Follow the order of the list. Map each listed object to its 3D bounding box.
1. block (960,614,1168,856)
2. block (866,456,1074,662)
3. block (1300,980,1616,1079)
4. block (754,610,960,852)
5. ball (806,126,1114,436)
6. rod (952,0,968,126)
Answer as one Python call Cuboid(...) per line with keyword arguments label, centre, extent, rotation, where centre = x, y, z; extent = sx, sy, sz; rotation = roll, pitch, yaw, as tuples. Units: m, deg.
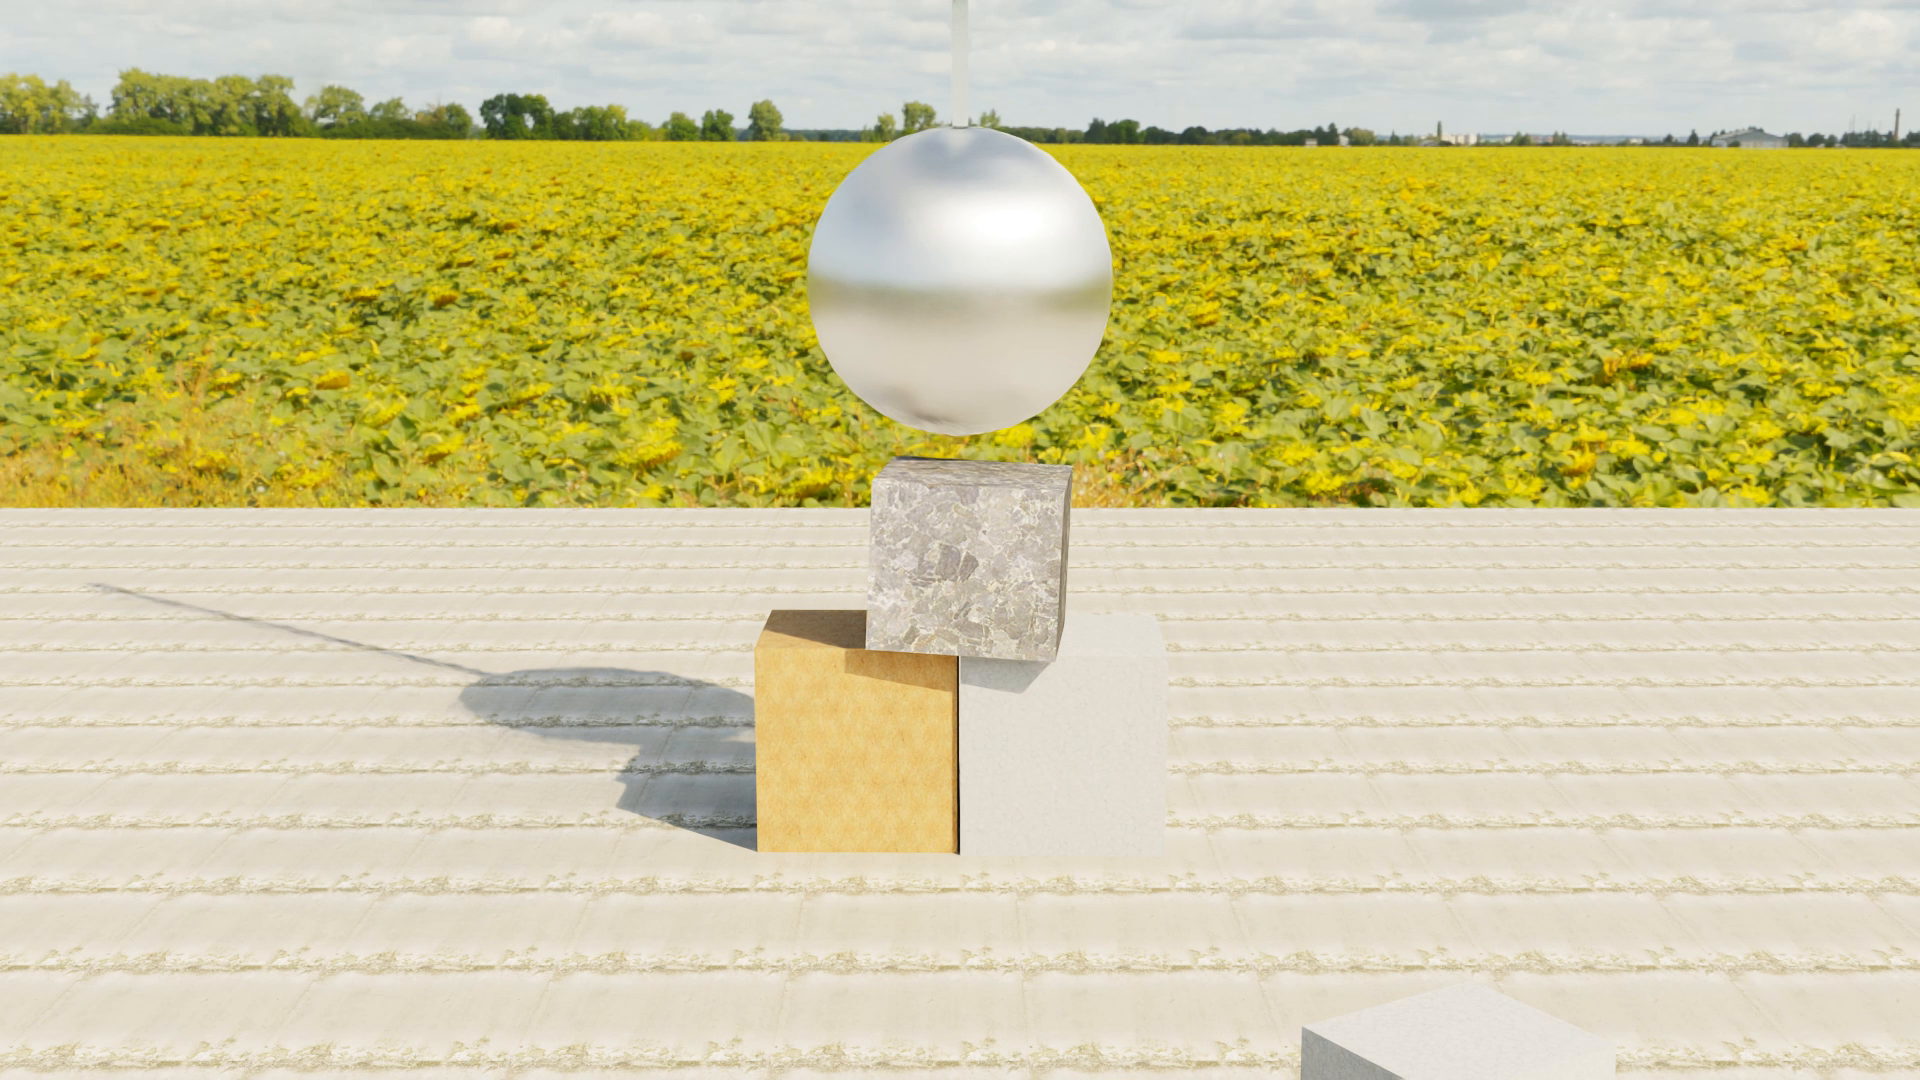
Cuboid(label="block", centre=(0.519, 0.984, 11.305), extent=(1.015, 1.020, 0.953), rotation=(0, 10, 1))
Cuboid(label="block", centre=(0.062, 0.075, 11.003), extent=(0.925, 0.833, 0.874), rotation=(3, 10, 5))
Cuboid(label="block", centre=(1.603, 1.921, 7.141), extent=(0.756, 0.665, 0.642), rotation=(-6, 12, -31))
Cuboid(label="block", centre=(-0.507, 0.966, 11.337), extent=(0.996, 1.044, 0.913), rotation=(0, 10, 1))
Cuboid(label="ball", centre=(0.000, -1.344, 11.446), extent=(1.600, 1.600, 1.600), rotation=(0, 10, 0))
Cuboid(label="rod", centre=(0.000, -4.626, 10.560), extent=(0.080, 5.200, 0.080), rotation=(0, 15, 0))
